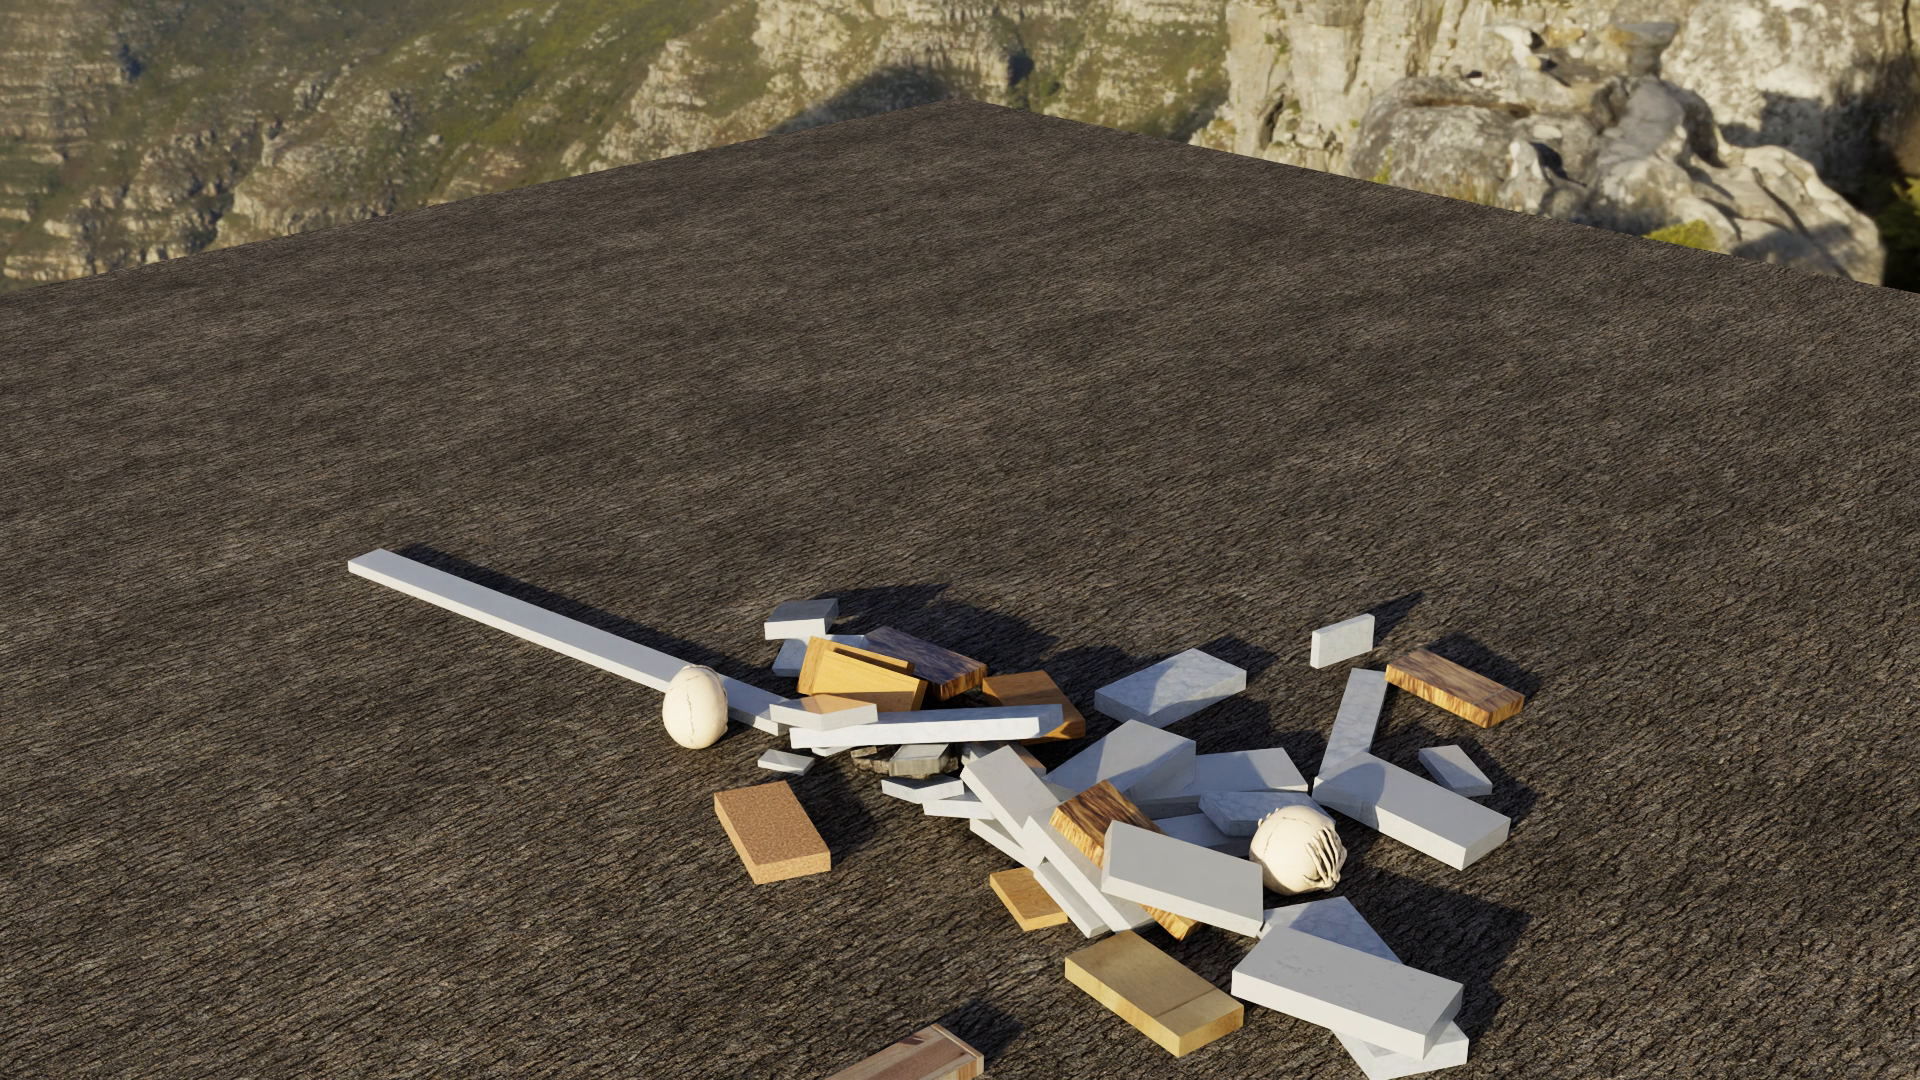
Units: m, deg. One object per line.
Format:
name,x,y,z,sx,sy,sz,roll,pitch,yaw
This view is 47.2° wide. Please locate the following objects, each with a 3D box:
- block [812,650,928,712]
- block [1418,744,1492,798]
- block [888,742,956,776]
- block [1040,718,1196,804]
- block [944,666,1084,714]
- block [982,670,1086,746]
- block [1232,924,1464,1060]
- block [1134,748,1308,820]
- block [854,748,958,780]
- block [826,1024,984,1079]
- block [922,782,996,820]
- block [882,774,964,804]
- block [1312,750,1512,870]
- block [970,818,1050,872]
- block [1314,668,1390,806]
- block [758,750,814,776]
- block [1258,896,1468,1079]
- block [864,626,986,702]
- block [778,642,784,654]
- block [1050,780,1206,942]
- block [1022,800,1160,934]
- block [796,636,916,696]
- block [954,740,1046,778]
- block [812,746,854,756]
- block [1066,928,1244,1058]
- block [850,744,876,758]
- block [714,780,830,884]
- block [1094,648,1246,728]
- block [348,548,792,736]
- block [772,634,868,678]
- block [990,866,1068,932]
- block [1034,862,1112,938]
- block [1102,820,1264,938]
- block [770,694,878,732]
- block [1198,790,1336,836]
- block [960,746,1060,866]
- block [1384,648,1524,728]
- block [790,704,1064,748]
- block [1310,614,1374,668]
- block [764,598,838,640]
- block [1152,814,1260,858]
block,-0.202,0.336,4.802,0.258,0.129,0.037,15,-2,32
block,1.033,0.483,4.591,0.086,0.024,0.173,-5,23,-11
block,-0.076,0.439,4.470,0.101,0.029,0.203,-5,7,10
block,0.325,0.468,4.483,0.162,0.046,0.323,17,28,34
block,0.119,0.355,4.872,0.283,0.040,0.141,16,28,33
block,0.157,0.359,4.737,0.141,0.040,0.283,-6,20,-15
block,0.661,0.769,3.760,0.348,0.049,0.174,14,27,30
block,0.504,0.501,4.521,0.384,0.046,0.162,-4,23,-10
block,-0.113,0.462,4.549,0.203,0.029,0.101,1,9,43
block,-0.092,0.885,3.630,0.243,0.034,0.121,-19,29,-37
block,0.040,0.517,4.371,0.119,0.034,0.238,-17,5,-34
block,-0.077,0.500,4.455,0.101,0.029,0.202,-9,3,-21
block,0.899,0.536,4.391,0.348,0.049,0.174,24,30,36
block,0.140,0.580,4.288,0.119,0.034,0.238,-17,28,-34
block,0.847,0.420,4.740,0.086,0.024,0.602,7,24,16
block,-0.366,0.469,4.637,0.106,0.015,0.053,9,25,20
block,0.698,0.779,3.860,0.174,0.049,0.463,-7,24,-16
block,-0.106,0.277,4.965,0.328,0.040,0.141,19,29,41
block,-0.309,0.255,5.122,0.205,0.029,0.103,6,24,14
block,0.339,0.594,4.102,0.337,0.042,0.148,41,40,24
block,0.268,0.610,4.118,0.148,0.042,0.296,-16,50,-40
block,-0.232,0.305,4.874,0.258,0.129,0.037,13,-3,29
block,0.074,0.449,4.536,0.137,0.039,0.274,8,7,-15
block,-0.257,0.437,4.694,0.106,0.015,0.053,-16,11,-34
block,0.337,0.789,3.847,0.149,0.042,0.299,-17,28,-34
block,-0.203,0.443,4.632,0.053,0.015,0.106,-12,-1,-3
block,-0.373,0.576,4.350,0.149,0.042,0.299,-9,24,-19
block,0.471,0.335,4.913,0.323,0.046,0.162,-20,30,-38
block,-0.940,0.223,5.199,1.452,0.029,0.103,17,28,34
block,-0.318,0.263,4.997,0.205,0.029,0.103,-1,47,29
block,0.128,0.674,4.142,0.086,0.024,0.172,-9,24,-19
block,0.223,0.663,4.099,0.086,0.024,0.172,-15,45,-35
block,0.409,0.620,4.033,0.296,0.042,0.148,18,36,-6
block,-0.292,0.367,4.674,0.129,0.037,0.258,-9,5,-28
block,0.610,0.544,4.368,0.243,0.034,0.122,4,20,-24
block,0.122,0.509,4.233,0.119,0.034,0.239,-21,58,-41
block,1.102,0.329,4.904,0.137,0.039,0.274,-18,33,-41
block,-0.072,0.389,4.593,0.557,0.042,0.149,-4,5,22
block,0.888,0.234,5.099,0.173,0.086,0.024,-15,27,-31
block,-0.369,0.184,5.160,0.137,0.039,0.301,-4,7,3
block,0.415,0.593,4.319,0.319,0.034,0.121,-6,24,-14
